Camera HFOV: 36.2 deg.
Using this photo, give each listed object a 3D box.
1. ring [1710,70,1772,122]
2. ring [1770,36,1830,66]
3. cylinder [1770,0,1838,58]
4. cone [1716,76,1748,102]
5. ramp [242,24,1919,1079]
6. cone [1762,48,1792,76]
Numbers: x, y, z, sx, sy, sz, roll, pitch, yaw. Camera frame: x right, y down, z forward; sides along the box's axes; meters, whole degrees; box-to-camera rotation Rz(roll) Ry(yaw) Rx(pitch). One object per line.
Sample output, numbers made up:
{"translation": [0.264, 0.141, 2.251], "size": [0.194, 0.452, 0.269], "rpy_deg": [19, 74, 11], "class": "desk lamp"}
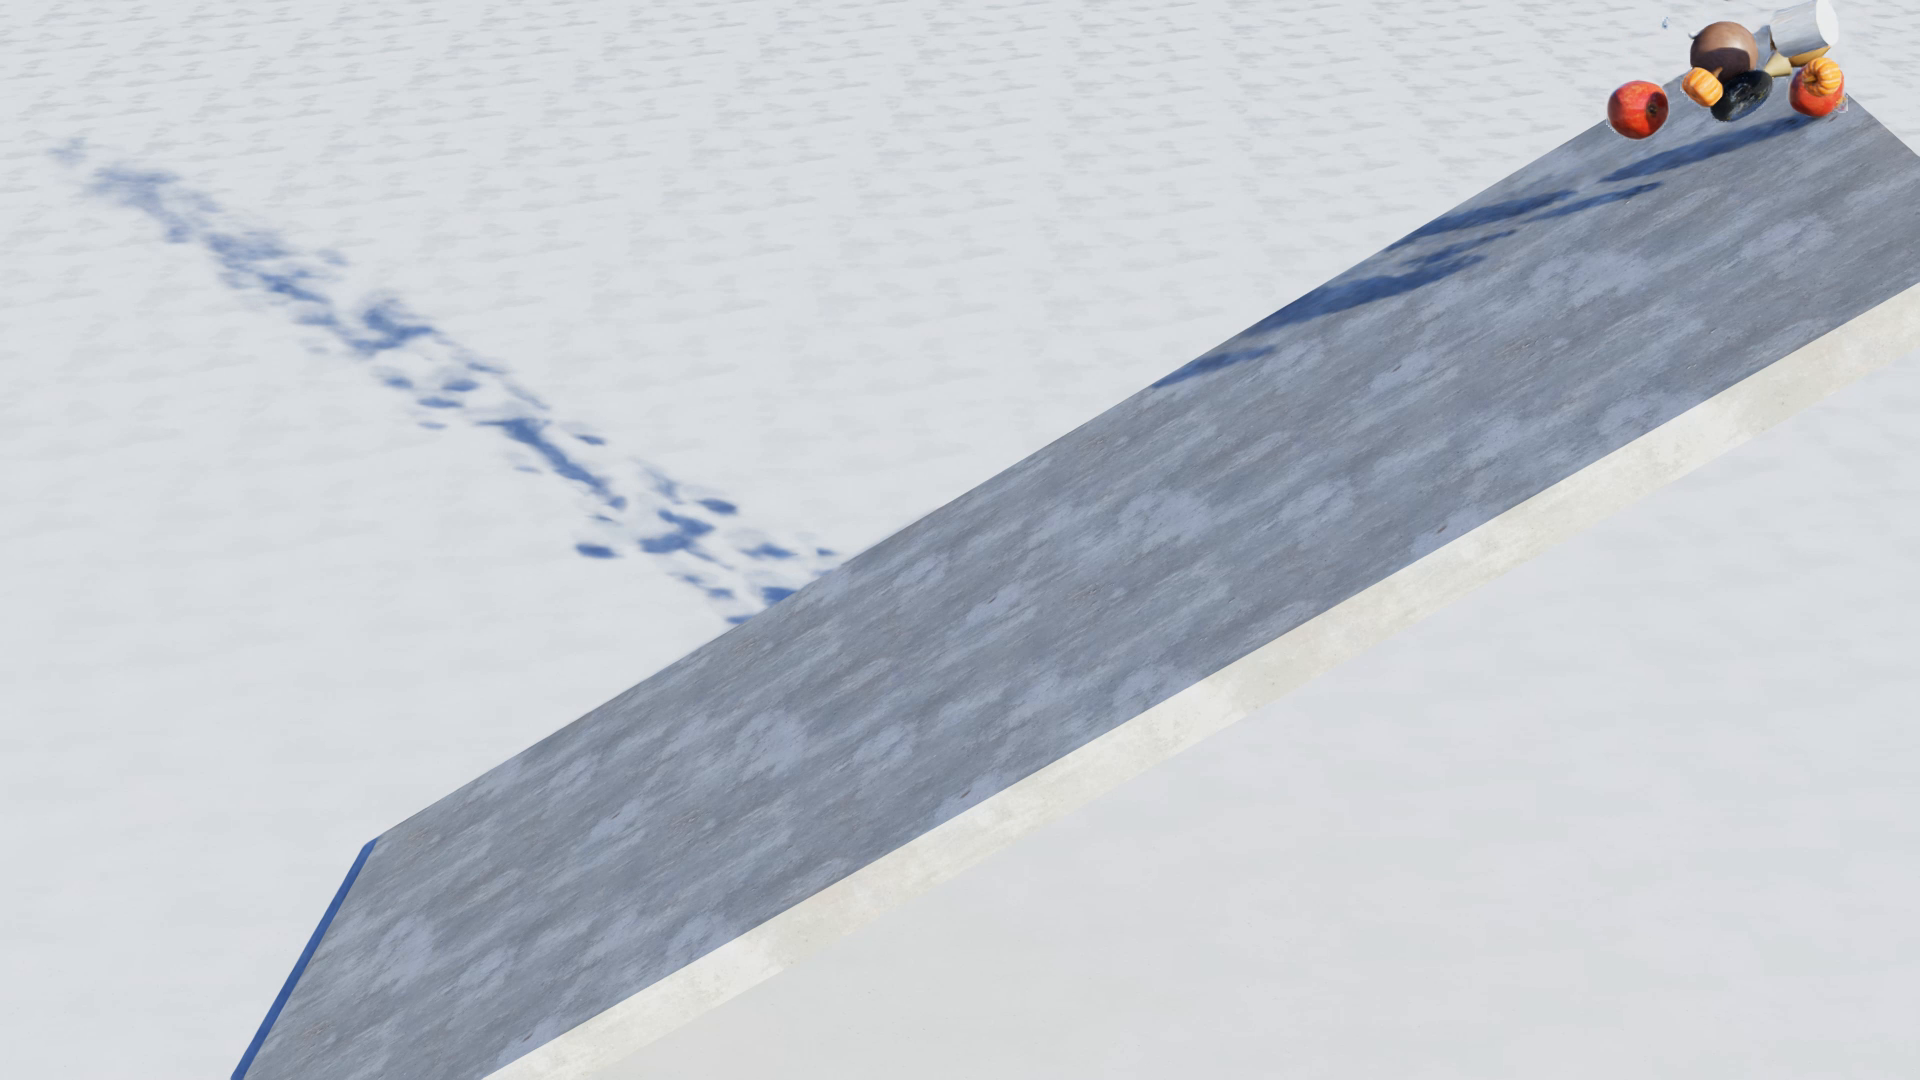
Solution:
{"translation": [1.513, -0.860, 5.693], "size": [0.131, 0.131, 0.044], "rpy_deg": [-13, 63, -33], "class": "ring"}
{"translation": [1.677, -1.003, 5.857], "size": [0.130, 0.130, 0.043], "rpy_deg": [18, -4, 41], "class": "ring"}
{"translation": [1.570, -0.952, 5.467], "size": [0.090, 0.090, 0.090], "rpy_deg": [-12, 8, 41], "class": "cylinder"}
{"translation": [1.531, -0.891, 5.857], "size": [0.055, 0.055, 0.055], "rpy_deg": [-17, 9, 32], "class": "cone"}
{"translation": [0.140, 0.170, 6.292], "size": [4.000, 0.100, 2.000], "rpy_deg": [-30, 15, 13], "class": "ramp"}
{"translation": [1.576, -0.915, 5.726], "size": [0.060, 0.060, 0.060], "rpy_deg": [-37, 22, 3], "class": "cone"}
